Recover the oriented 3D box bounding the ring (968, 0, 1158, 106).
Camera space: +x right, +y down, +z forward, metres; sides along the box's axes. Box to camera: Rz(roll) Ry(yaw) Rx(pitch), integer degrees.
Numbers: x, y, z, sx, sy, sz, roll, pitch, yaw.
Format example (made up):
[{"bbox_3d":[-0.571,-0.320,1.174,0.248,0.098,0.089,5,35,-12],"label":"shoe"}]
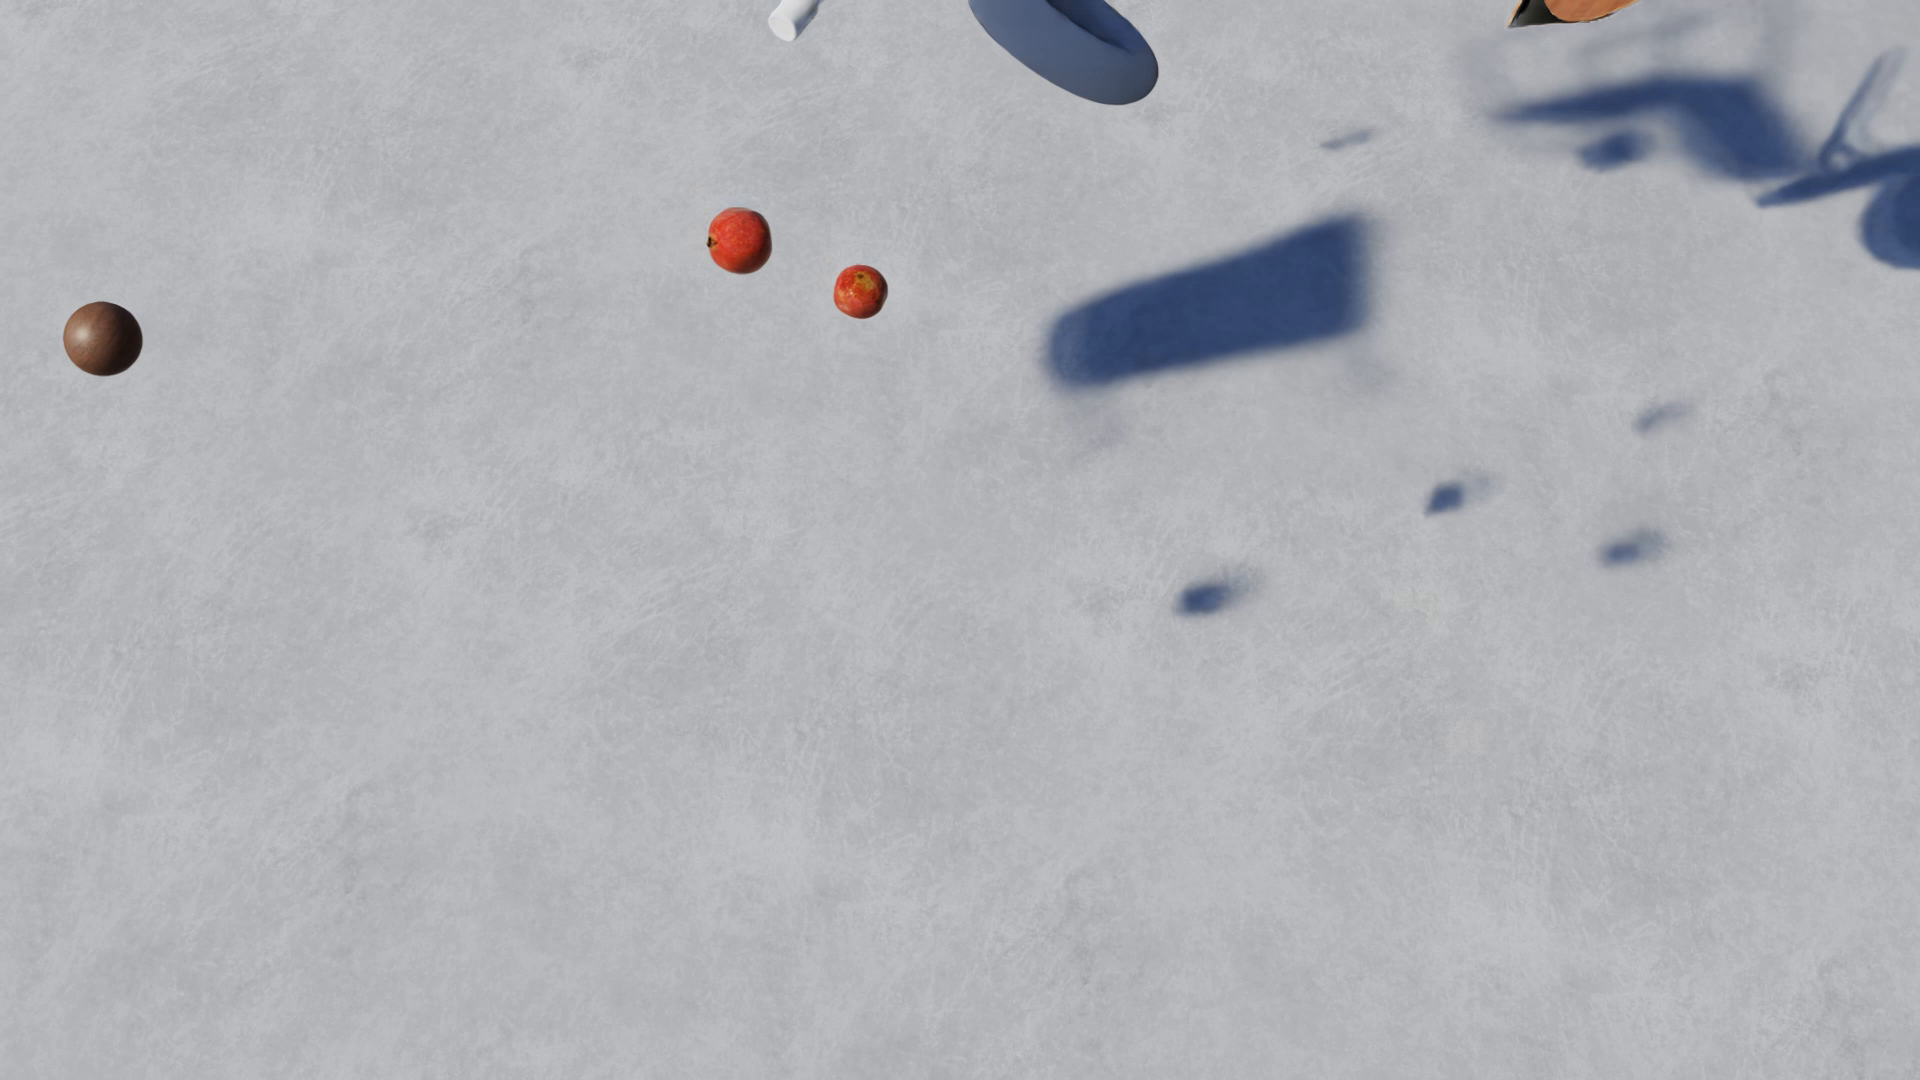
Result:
[{"bbox_3d":[0.134,-0.661,2.860,0.288,0.098,0.110,29,52,-20],"label":"ring"}]
